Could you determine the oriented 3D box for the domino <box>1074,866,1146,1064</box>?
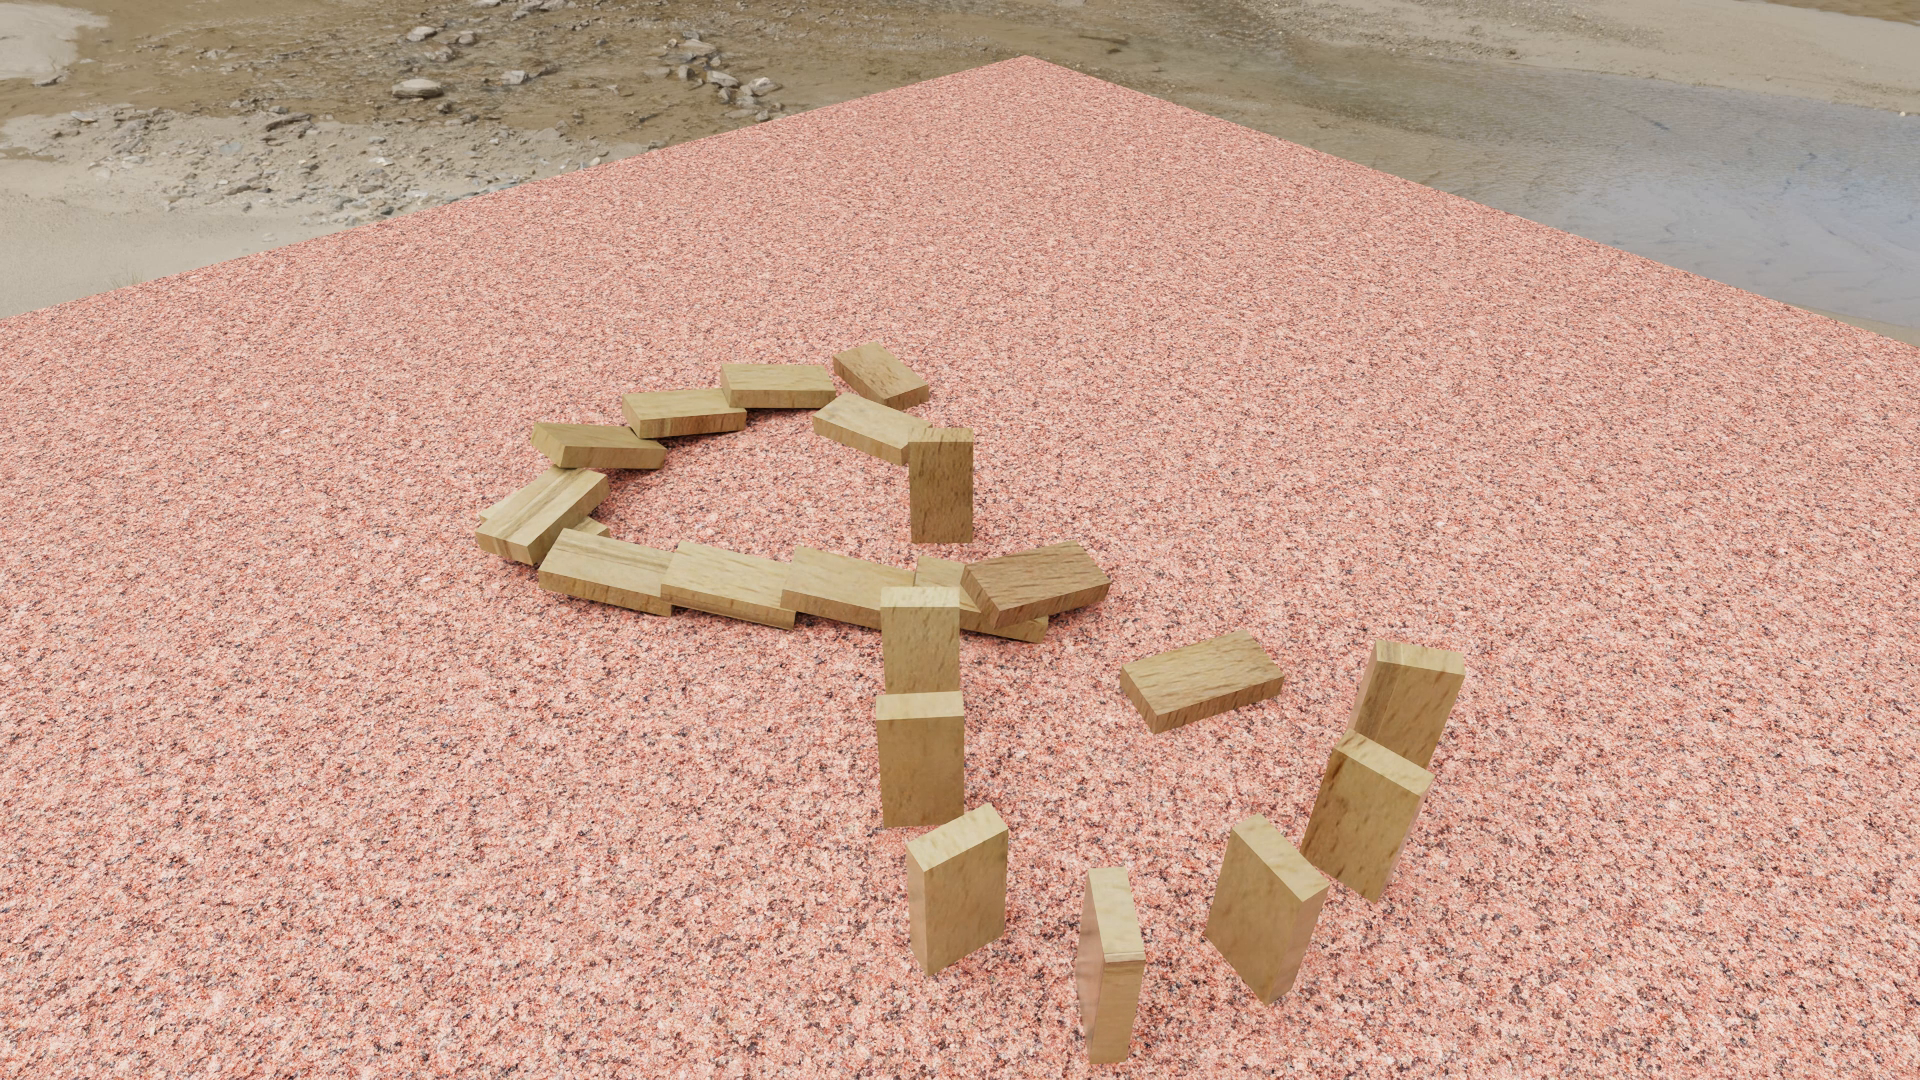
[{"bbox_3d":[0.037,0.109,0.279,0.009,0.050,0.025,-3,39,-3],"label":"domino"}]

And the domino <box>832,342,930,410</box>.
[{"bbox_3d":[-0.039,-0.080,0.541,0.025,0.010,0.050,-23,45,-26],"label":"domino"}]

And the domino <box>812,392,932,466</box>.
[{"bbox_3d":[-0.040,-0.052,0.506,0.050,0.010,0.025,22,44,25],"label":"domino"}]

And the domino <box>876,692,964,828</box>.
[{"bbox_3d":[-0.012,0.067,0.330,0.025,0.050,0.009,-2,39,-3],"label":"domino"}]

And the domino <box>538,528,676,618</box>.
[{"bbox_3d":[-0.131,0.012,0.420,0.050,0.009,0.025,13,40,-3],"label":"domino"}]

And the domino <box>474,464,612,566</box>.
[{"bbox_3d":[-0.167,-0.011,0.442,0.025,0.010,0.050,14,41,17],"label":"domino"}]

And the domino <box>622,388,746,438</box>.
[{"bbox_3d":[-0.127,-0.059,0.506,0.050,0.009,0.025,-9,38,-33],"label":"domino"}]

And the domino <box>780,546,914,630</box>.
[{"bbox_3d":[-0.040,0.019,0.412,0.050,0.009,0.025,13,40,-4],"label":"domino"}]

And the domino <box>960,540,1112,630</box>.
[{"bbox_3d":[0.028,0.016,0.408,0.050,0.010,0.025,-12,46,-29],"label":"domino"}]

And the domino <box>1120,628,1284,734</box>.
[{"bbox_3d":[0.084,0.049,0.384,0.050,0.010,0.025,-14,41,-16],"label":"domino"}]

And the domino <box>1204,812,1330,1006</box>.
[{"bbox_3d":[0.080,0.098,0.291,0.010,0.050,0.025,-21,44,-24],"label":"domino"}]

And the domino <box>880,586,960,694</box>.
[{"bbox_3d":[-0.013,0.037,0.366,0.025,0.050,0.010,0,39,0],"label":"domino"}]

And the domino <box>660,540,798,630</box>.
[{"bbox_3d":[-0.084,0.017,0.415,0.050,0.010,0.025,13,40,-3],"label":"domino"}]

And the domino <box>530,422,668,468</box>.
[{"bbox_3d":[-0.156,-0.041,0.476,0.025,0.010,0.050,32,22,33],"label":"domino"}]

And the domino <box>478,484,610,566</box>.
[{"bbox_3d":[-0.169,-0.004,0.449,0.050,0.009,0.025,24,45,27],"label":"domino"}]

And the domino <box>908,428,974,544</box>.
[{"bbox_3d":[-0.007,-0.021,0.437,0.025,0.050,0.010,0,39,0],"label":"domino"}]

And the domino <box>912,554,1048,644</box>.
[{"bbox_3d":[0.007,0.022,0.409,0.050,0.010,0.025,11,39,-5],"label":"domino"}]

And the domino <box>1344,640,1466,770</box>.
[{"bbox_3d":[0.138,0.054,0.345,0.025,0.050,0.009,9,40,11],"label":"domino"}]

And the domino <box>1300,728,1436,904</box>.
[{"bbox_3d":[0.115,0.079,0.314,0.025,0.050,0.009,29,48,31],"label":"domino"}]

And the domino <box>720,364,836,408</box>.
[{"bbox_3d":[-0.087,-0.074,0.525,0.050,0.009,0.025,-3,38,-23],"label":"domino"}]

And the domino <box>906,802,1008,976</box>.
[{"bbox_3d":[-0.001,0.095,0.296,0.025,0.050,0.009,-21,44,-24],"label":"domino"}]
